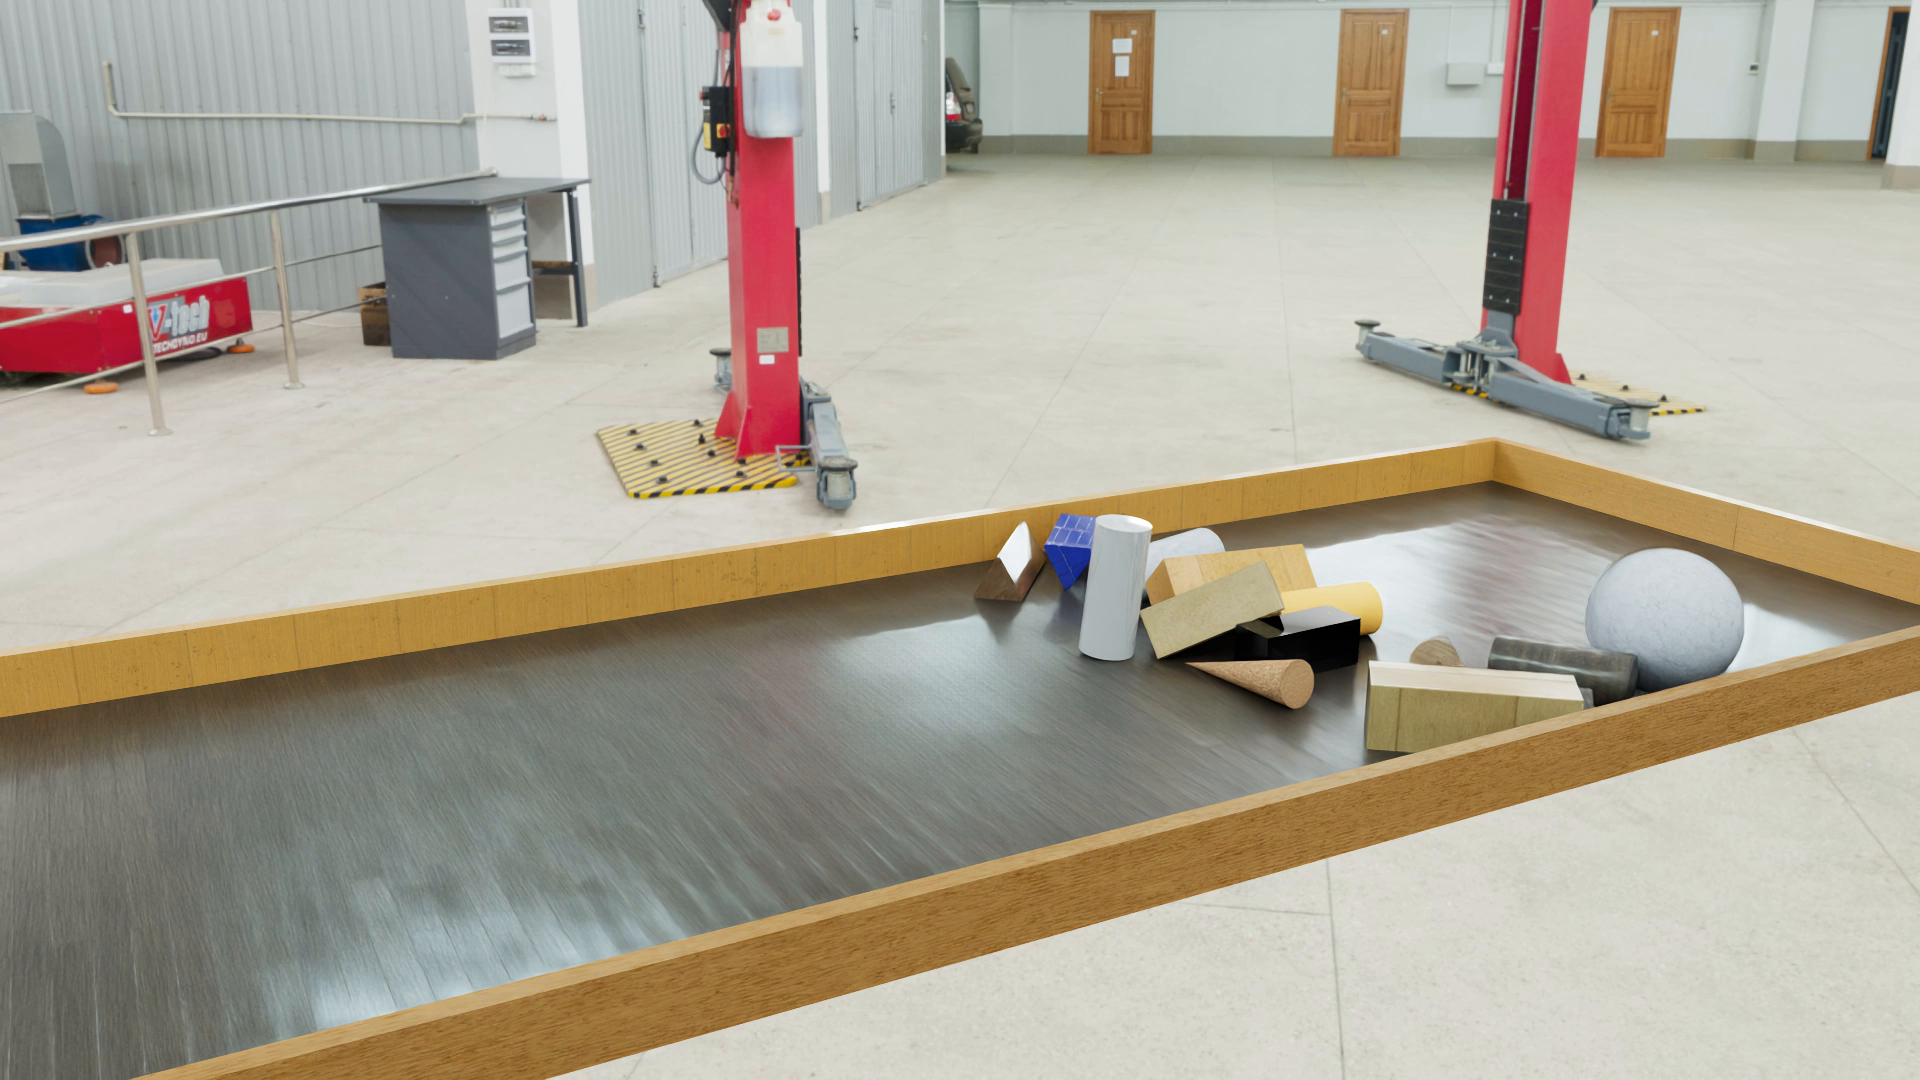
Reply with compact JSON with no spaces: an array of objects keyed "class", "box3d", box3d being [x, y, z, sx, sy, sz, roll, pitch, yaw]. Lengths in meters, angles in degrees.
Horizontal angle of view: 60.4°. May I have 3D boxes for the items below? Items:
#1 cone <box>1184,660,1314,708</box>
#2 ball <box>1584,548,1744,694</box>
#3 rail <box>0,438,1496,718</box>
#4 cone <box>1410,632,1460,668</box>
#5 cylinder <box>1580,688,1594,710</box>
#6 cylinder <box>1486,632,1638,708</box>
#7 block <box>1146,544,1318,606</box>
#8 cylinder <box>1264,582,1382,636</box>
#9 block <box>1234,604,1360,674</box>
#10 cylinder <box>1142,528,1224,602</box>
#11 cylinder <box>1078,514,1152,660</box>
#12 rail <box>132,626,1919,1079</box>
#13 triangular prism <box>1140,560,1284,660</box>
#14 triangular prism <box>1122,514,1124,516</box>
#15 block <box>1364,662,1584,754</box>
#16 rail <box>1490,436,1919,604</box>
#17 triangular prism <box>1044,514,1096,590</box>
[{"class":"cone","box3d":[0.697,0.333,4.119,0.119,0.119,0.383,-12,11,-36]},{"class":"ball","box3d":[1.723,0.199,4.040,0.360,0.360,0.360,0,16,0]},{"class":"rail","box3d":[-3.305,0.497,3.399,12.000,0.150,0.050,-9,18,-27]},{"class":"cone","box3d":[1.250,0.280,4.295,0.123,0.123,0.441,6,9,19]},{"class":"cylinder","box3d":[1.252,0.383,3.865,0.421,0.105,0.105,4,17,13]},{"class":"cylinder","box3d":[1.444,0.327,3.959,0.318,0.160,0.160,9,19,29]},{"class":"block","box3d":[0.744,0.133,4.516,0.421,0.154,0.154,-5,-26,-18]},{"class":"cylinder","box3d":[0.961,0.199,4.420,0.309,0.144,0.144,-6,18,-20]},{"class":"block","box3d":[0.864,0.267,4.225,0.307,0.125,0.125,-9,19,-29]},{"class":"cylinder","box3d":[0.577,0.082,4.796,0.428,0.158,0.158,-15,22,-41]},{"class":"cylinder","box3d":[0.403,0.123,4.289,0.146,0.351,0.146,6,18,-2]},{"class":"rail","box3d":[-2.336,1.006,1.665,12.000,0.150,0.050,-9,18,-27]},{"class":"triangular prism","box3d":[0.653,0.170,4.298,0.351,0.119,0.138,-23,15,12]},{"class":"triangular prism","box3d":[0.489,0.013,5.130,0.111,0.096,0.382,3,17,10]},{"class":"block","box3d":[1.158,0.392,3.745,0.453,0.156,0.156,3,17,11]},{"class":"rail","box3d":[2.466,-0.048,5.253,0.050,0.150,2.100,-9,18,-27]},{"class":"triangular prism","box3d":[0.335,0.004,4.990,0.132,0.152,0.347,34,20,1]}]
